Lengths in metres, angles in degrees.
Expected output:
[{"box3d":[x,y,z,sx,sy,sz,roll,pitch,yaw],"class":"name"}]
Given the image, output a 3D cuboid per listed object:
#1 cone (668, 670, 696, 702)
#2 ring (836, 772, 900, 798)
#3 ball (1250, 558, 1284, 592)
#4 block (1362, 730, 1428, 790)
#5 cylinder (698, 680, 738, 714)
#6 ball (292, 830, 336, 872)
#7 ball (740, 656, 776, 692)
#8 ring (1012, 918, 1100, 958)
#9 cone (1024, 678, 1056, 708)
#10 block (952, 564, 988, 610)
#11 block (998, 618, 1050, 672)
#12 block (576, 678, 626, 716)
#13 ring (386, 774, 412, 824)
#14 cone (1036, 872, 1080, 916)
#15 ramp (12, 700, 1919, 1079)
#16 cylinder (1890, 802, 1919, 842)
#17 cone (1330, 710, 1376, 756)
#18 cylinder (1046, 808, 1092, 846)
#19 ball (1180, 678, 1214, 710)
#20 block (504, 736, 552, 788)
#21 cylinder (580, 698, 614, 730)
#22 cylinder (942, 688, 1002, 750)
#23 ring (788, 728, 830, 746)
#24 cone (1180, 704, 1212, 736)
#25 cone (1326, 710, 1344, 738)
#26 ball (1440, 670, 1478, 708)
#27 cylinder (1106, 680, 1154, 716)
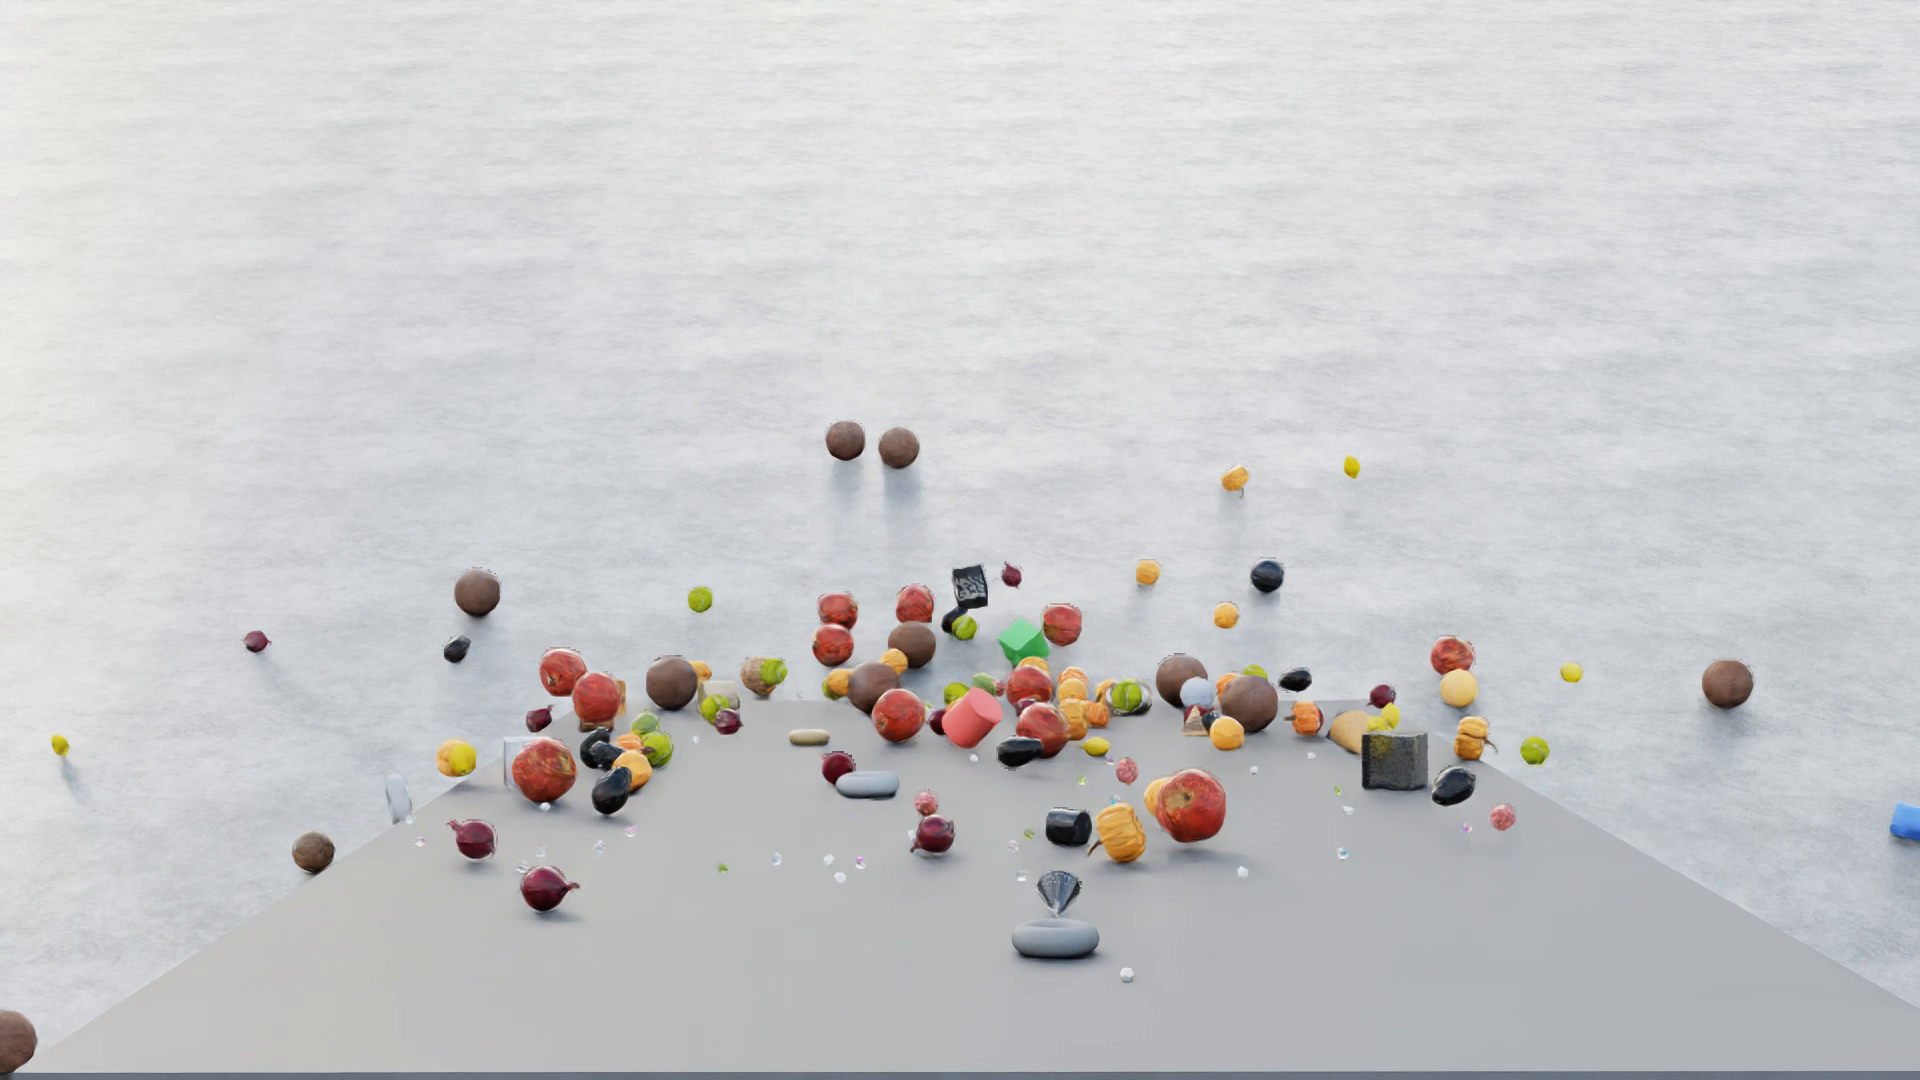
[{"box3d":[-0.683,0.375,6.479,0.079,0.079,0.079,-15,16,-29],"class":"cone"},{"box3d":[-0.168,0.444,4.684,0.116,0.039,0.116,-2,2,0],"class":"ring"},{"box3d":[0.872,0.100,7.314,0.096,0.096,0.096,0,25,0],"class":"ball"},{"box3d":[0.809,0.409,4.798,0.099,0.099,0.099,1,2,24],"class":"block"},{"box3d":[-0.575,0.373,6.111,0.080,0.080,0.080,-1,24,-19],"class":"cylinder"},{"box3d":[-1.500,0.722,5.982,0.097,0.097,0.097,0,25,0],"class":"ball"},{"box3d":[-0.522,0.348,6.685,0.094,0.094,0.094,0,25,0],"class":"ball"},{"box3d":[0.118,0.491,3.177,0.109,0.036,0.109,0,0,0],"class":"ring"},{"box3d":[0.194,0.394,6.343,0.082,0.082,0.082,3,29,6],"class":"cone"},{"box3d":[0.028,0.133,7.153,0.082,0.082,0.082,-10,45,-7],"class":"block"},{"box3d":[0.171,0.281,6.893,0.087,0.087,0.087,-40,43,-16],"class":"block"},{"box3d":[-0.861,0.377,6.181,0.082,0.082,0.082,1,2,33],"class":"block"},{"box3d":[-1.334,0.625,6.133,0.048,0.144,0.144,-11,27,-17],"class":"ring"},{"box3d":[0.131,0.486,3.458,0.060,0.060,0.060,2,29,4],"class":"cone"},{"box3d":[0.057,0.517,4.557,2.000,0.100,4.000,0,2,0],"class":"ramp"},{"box3d":[2.258,0.669,6.112,0.080,0.080,0.080,15,29,28],"class":"cylinder"},{"box3d":[0.825,0.420,5.349,0.098,0.098,0.098,-1,28,-3],"class":"cone"},{"box3d":[0.171,0.454,4.081,0.053,0.053,0.053,2,22,35],"class":"cylinder"},{"box3d":[0.575,0.374,6.252,0.082,0.082,0.082,0,25,0],"class":"ball"},{"box3d":[-0.811,0.416,4.838,0.086,0.086,0.086,0,2,-13],"class":"block"},{"box3d":[-0.817,0.392,5.798,0.074,0.074,0.074,1,25,-10],"class":"cylinder"},{"box3d":[0.026,0.374,5.409,0.093,0.093,0.093,31,31,-21],"class":"cylinder"},{"box3d":[-0.323,0.423,5.533,0.090,0.030,0.090,0,0,0],"class":"ring"},{"box3d":[0.522,0.397,5.714,0.070,0.070,0.070,0,2,0],"class":"cone"},{"box3d":[0.826,0.418,5.654,0.066,0.066,0.066,-30,35,-21],"class":"cone"},{"box3d":[1.298,0.385,6.701,0.098,0.098,0.098,0,25,0],"class":"ball"},{"box3d":[0.406,0.378,6.177,0.080,0.080,0.080,-2,20,-43],"class":"cylinder"}]
